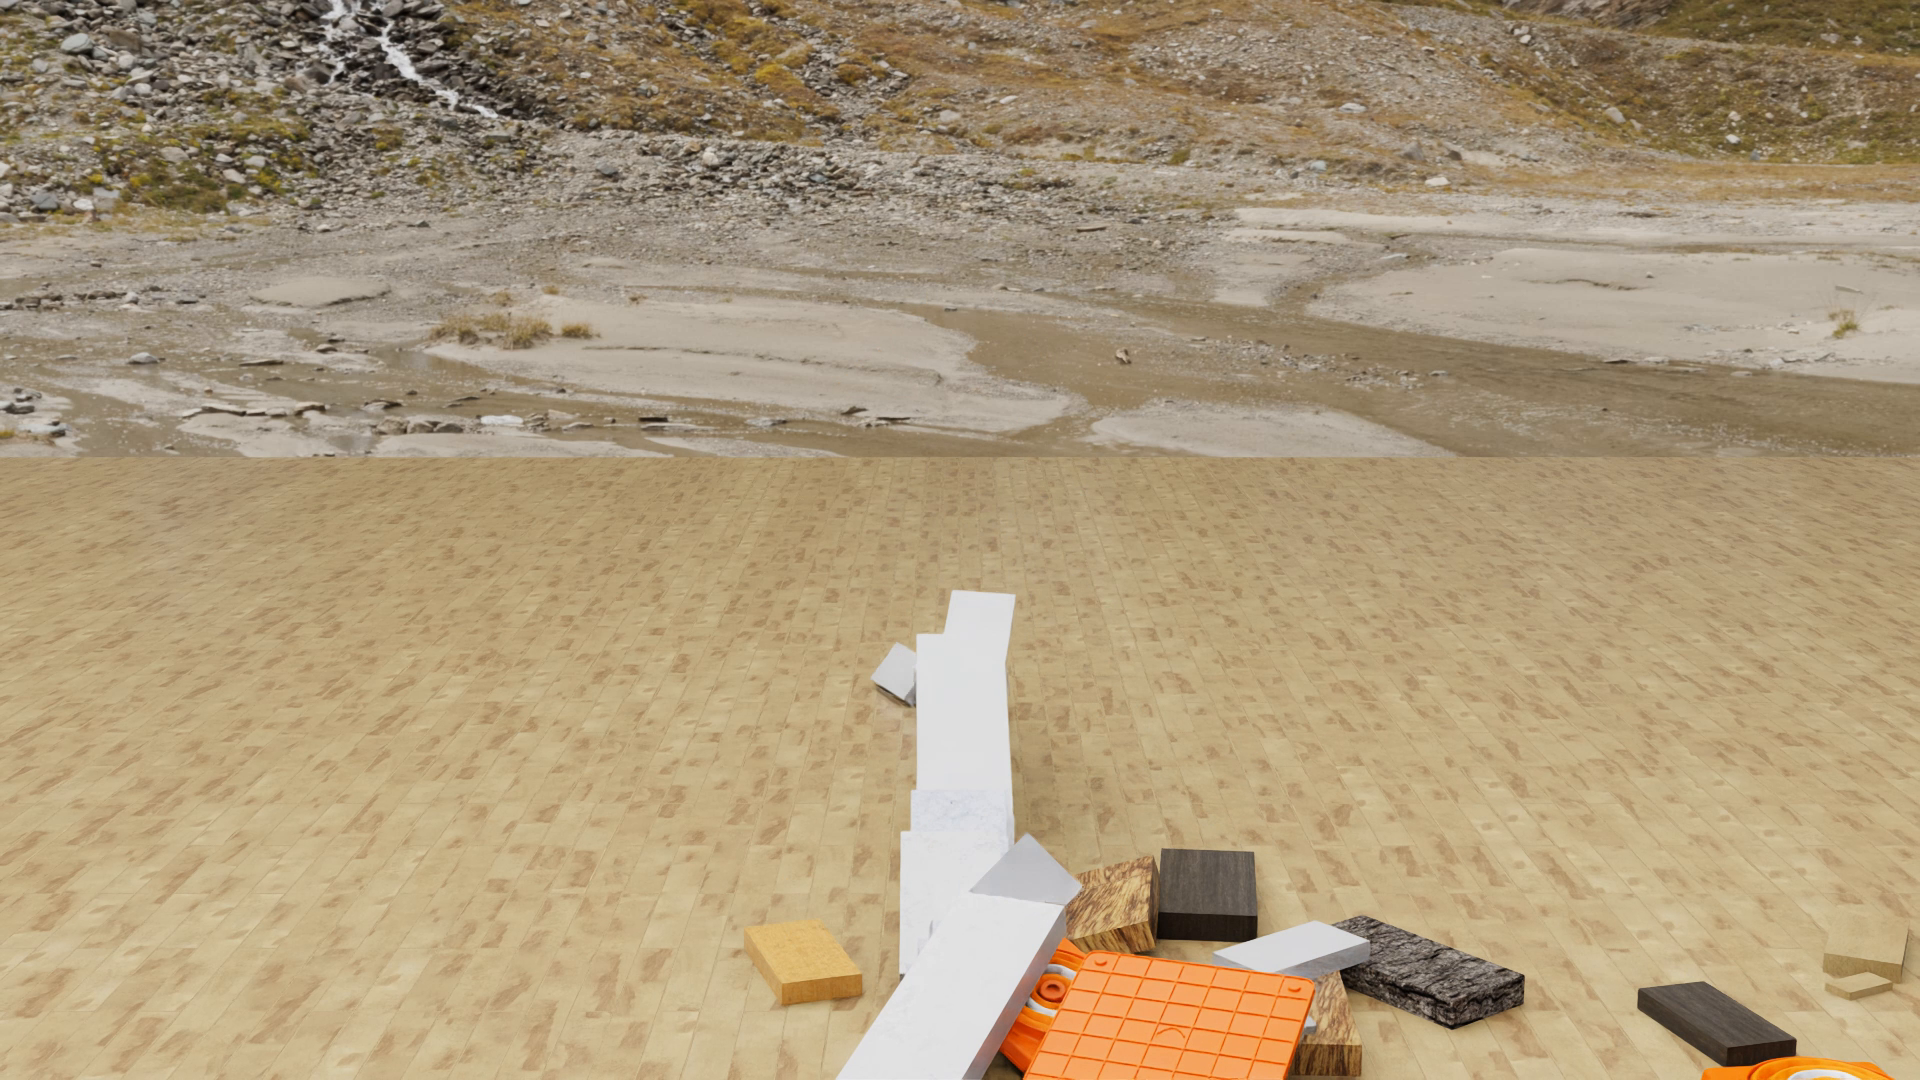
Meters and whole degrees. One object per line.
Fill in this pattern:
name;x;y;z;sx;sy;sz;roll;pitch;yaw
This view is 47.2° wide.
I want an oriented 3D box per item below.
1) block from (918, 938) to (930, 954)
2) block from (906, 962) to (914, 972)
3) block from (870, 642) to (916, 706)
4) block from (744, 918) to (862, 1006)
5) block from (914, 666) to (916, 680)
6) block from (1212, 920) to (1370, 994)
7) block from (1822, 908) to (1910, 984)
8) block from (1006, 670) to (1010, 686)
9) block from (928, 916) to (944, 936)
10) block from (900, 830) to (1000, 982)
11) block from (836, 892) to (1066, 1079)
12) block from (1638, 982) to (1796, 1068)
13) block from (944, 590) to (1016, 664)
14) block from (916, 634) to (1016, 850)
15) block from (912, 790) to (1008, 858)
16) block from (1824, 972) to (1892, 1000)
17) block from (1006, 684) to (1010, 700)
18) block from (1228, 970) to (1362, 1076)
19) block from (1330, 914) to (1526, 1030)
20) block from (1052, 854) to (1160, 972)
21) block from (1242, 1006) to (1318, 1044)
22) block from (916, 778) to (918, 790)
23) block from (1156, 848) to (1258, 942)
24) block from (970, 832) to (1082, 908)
block;-0.019;0.636;3.194;0.074;0.021;0.148;-3;35;-5
block;-0.040;0.657;3.117;0.074;0.021;0.148;0;30;-1
block;-0.125;0.301;4.954;0.029;0.103;0.207;39;-6;-24
block;-0.240;0.636;3.327;0.121;0.034;0.242;-4;11;-18
block;-0.015;0.312;4.640;0.104;0.029;0.207;-12;25;-16
block;0.486;0.611;3.227;0.217;0.031;0.108;-8;13;-37
block;1.401;0.625;3.396;0.108;0.031;0.217;5;12;25
block;0.030;0.316;4.751;0.100;0.028;0.201;3;11;17
block;-0.006;0.605;3.164;0.074;0.021;0.148;13;29;-9
block;-0.014;0.564;3.356;0.154;0.044;0.309;0;34;-1
block;-0.014;0.637;2.953;0.158;0.045;0.500;4;26;22
block;1.063;0.681;3.097;0.108;0.031;0.217;-3;11;-15
block;0.020;0.246;4.001;0.121;0.034;0.456;4;36;5
block;0.005;0.351;3.790;0.158;0.045;0.539;0;37;-1
block;-0.001;0.525;3.495;0.154;0.044;0.309;0;40;-1
block;1.330;0.660;3.255;0.091;0.013;0.045;-6;12;-27
block;0.036;0.345;4.755;0.100;0.028;0.201;3;11;15
block;0.469;0.670;3.114;0.158;0.045;0.316;1;11;3
block;0.663;0.640;3.277;0.157;0.045;0.315;-8;13;-37
block;0.232;0.584;3.462;0.154;0.044;0.309;-16;8;9
block;0.434;0.659;2.987;0.090;0.013;0.045;-6;23;-17
block;-0.008;0.406;4.017;0.135;0.038;0.308;0;17;0
block;0.405;0.579;3.604;0.157;0.045;0.315;1;11;6
block;0.092;0.543;3.347;0.121;0.034;0.242;44;27;7
